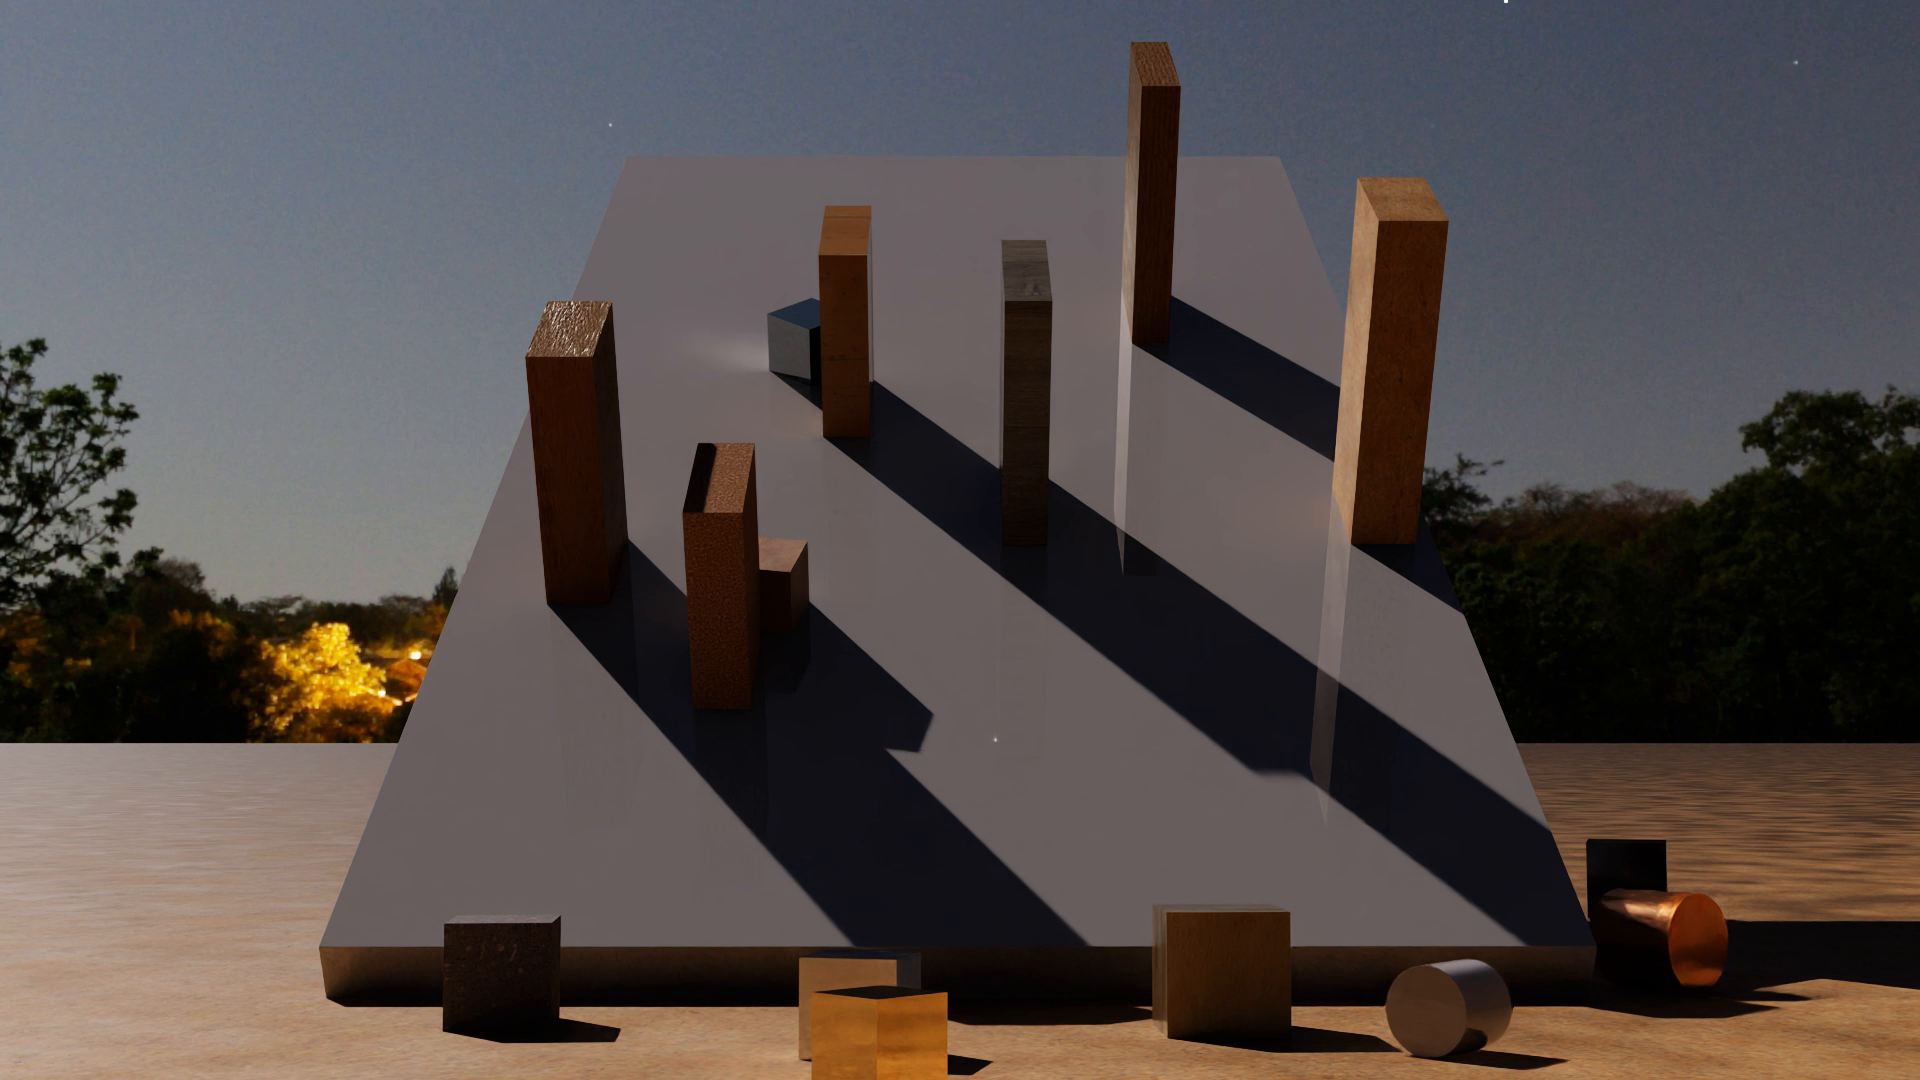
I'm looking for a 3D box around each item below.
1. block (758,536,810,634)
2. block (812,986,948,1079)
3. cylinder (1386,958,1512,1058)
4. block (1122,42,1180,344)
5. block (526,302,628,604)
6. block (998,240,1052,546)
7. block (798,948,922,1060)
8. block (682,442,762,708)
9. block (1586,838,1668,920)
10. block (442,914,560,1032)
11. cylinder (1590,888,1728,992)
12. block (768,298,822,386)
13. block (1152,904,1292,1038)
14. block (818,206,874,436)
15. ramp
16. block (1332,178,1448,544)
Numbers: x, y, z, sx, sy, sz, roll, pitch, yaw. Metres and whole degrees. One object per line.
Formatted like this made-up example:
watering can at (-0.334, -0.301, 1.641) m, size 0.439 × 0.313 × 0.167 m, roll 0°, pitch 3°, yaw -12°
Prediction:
block at (-0.379, 0.086, 4.639) m, size 0.134 × 0.134 × 0.134 m, roll 5°, pitch 27°, yaw 10°
block at (-0.094, 0.588, 2.782) m, size 0.113 × 0.113 × 0.113 m, roll 5°, pitch -7°, yaw -45°
cylinder at (0.639, 0.611, 3.099) m, size 0.118 × 0.118 × 0.118 m, roll -4°, pitch -6°, yaw 41°
block at (0.476, -0.874, 5.952) m, size 0.093 × 0.658 × 0.394 m, roll 0°, pitch 27°, yaw 0°
block at (-0.757, -0.174, 4.712) m, size 0.127 × 0.530 × 0.288 m, roll 0°, pitch 27°, yaw 0°
block at (0.134, -0.310, 4.968) m, size 0.094 × 0.545 × 0.355 m, roll 0°, pitch 27°, yaw 0°
block at (-0.129, 0.605, 3.087) m, size 0.129 × 0.129 × 0.129 m, roll -1°, pitch -5°, yaw 13°
block at (-0.436, 0.064, 4.388) m, size 0.106 × 0.401 × 0.294 m, roll 0°, pitch 27°, yaw 0°
block at (1.529, 0.777, 5.432) m, size 0.174 × 0.174 × 0.174 m, roll -1°, pitch -5°, yaw 17°
block at (-0.658, 0.621, 3.412) m, size 0.150 × 0.150 × 0.150 m, roll 0°, pitch -5°, yaw -5°
cylinder at (1.152, 0.659, 3.911) m, size 0.158 × 0.158 × 0.158 m, roll 3°, pitch -6°, yaw -36°
block at (-0.360, -0.479, 5.735) m, size 0.147 × 0.147 × 0.147 m, roll 23°, pitch 35°, yaw 38°
block at (0.366, 0.605, 3.343) m, size 0.171 × 0.171 × 0.171 m, roll 0°, pitch -5°, yaw -2°
block at (-0.260, -0.507, 5.468) m, size 0.107 × 0.439 × 0.333 m, roll 0°, pitch 27°, yaw 0°
ramp at (-0.011, -0.227, 5.513) m, size 2.000 × 0.100 × 4.000 m, roll 0°, pitch 27°, yaw 0°
block at (0.884, -0.368, 4.905) m, size 0.137 × 0.708 × 0.267 m, roll 0°, pitch 27°, yaw 0°
